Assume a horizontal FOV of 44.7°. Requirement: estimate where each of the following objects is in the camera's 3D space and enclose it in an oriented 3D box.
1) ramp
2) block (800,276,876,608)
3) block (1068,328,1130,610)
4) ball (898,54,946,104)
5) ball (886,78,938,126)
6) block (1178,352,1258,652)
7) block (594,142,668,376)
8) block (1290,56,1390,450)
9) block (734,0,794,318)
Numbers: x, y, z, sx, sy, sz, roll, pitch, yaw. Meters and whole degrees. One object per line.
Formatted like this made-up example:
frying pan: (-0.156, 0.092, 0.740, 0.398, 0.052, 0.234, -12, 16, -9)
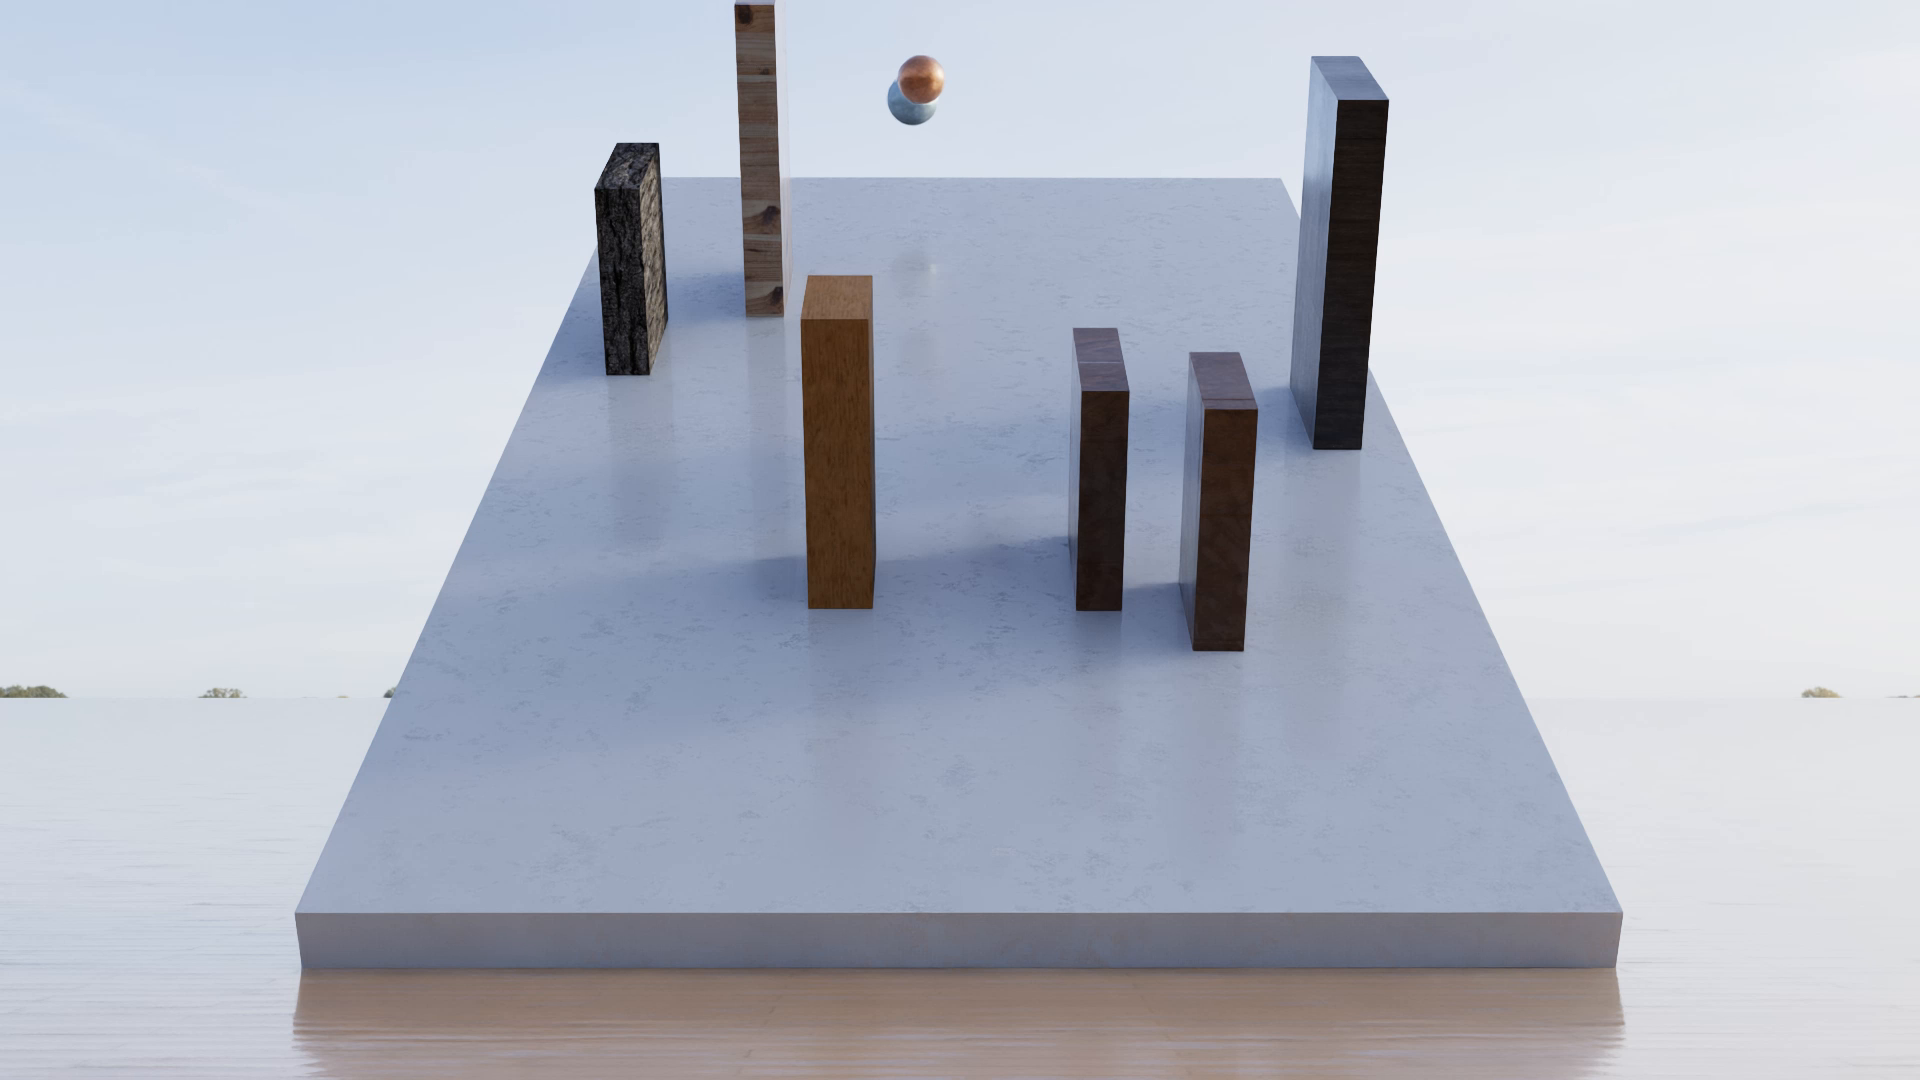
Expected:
ramp: (-0.009, -0.229, 5.353, 2.000, 0.100, 4.000, 0, 25, 0)
block: (-0.227, -0.185, 4.440, 0.122, 0.582, 0.251, 0, 25, 0)
block: (0.264, -0.140, 4.506, 0.088, 0.447, 0.344, 0, 25, 0)
ball: (-0.109, -1.309, 6.640, 0.138, 0.138, 0.138, 0, -4, 0)
ball: (-0.142, -1.326, 7.032, 0.155, 0.155, 0.155, 0, -4, 0)
block: (0.475, -0.073, 4.325, 0.094, 0.477, 0.293, 0, 25, 0)
block: (-0.795, -0.688, 5.677, 0.104, 0.459, 0.409, 0, 25, 0)
block: (0.836, -0.639, 5.190, 0.107, 0.785, 0.396, 0, 25, 0)
block: (-0.498, -1.011, 5.980, 0.097, 0.795, 0.383, 0, 25, 0)
